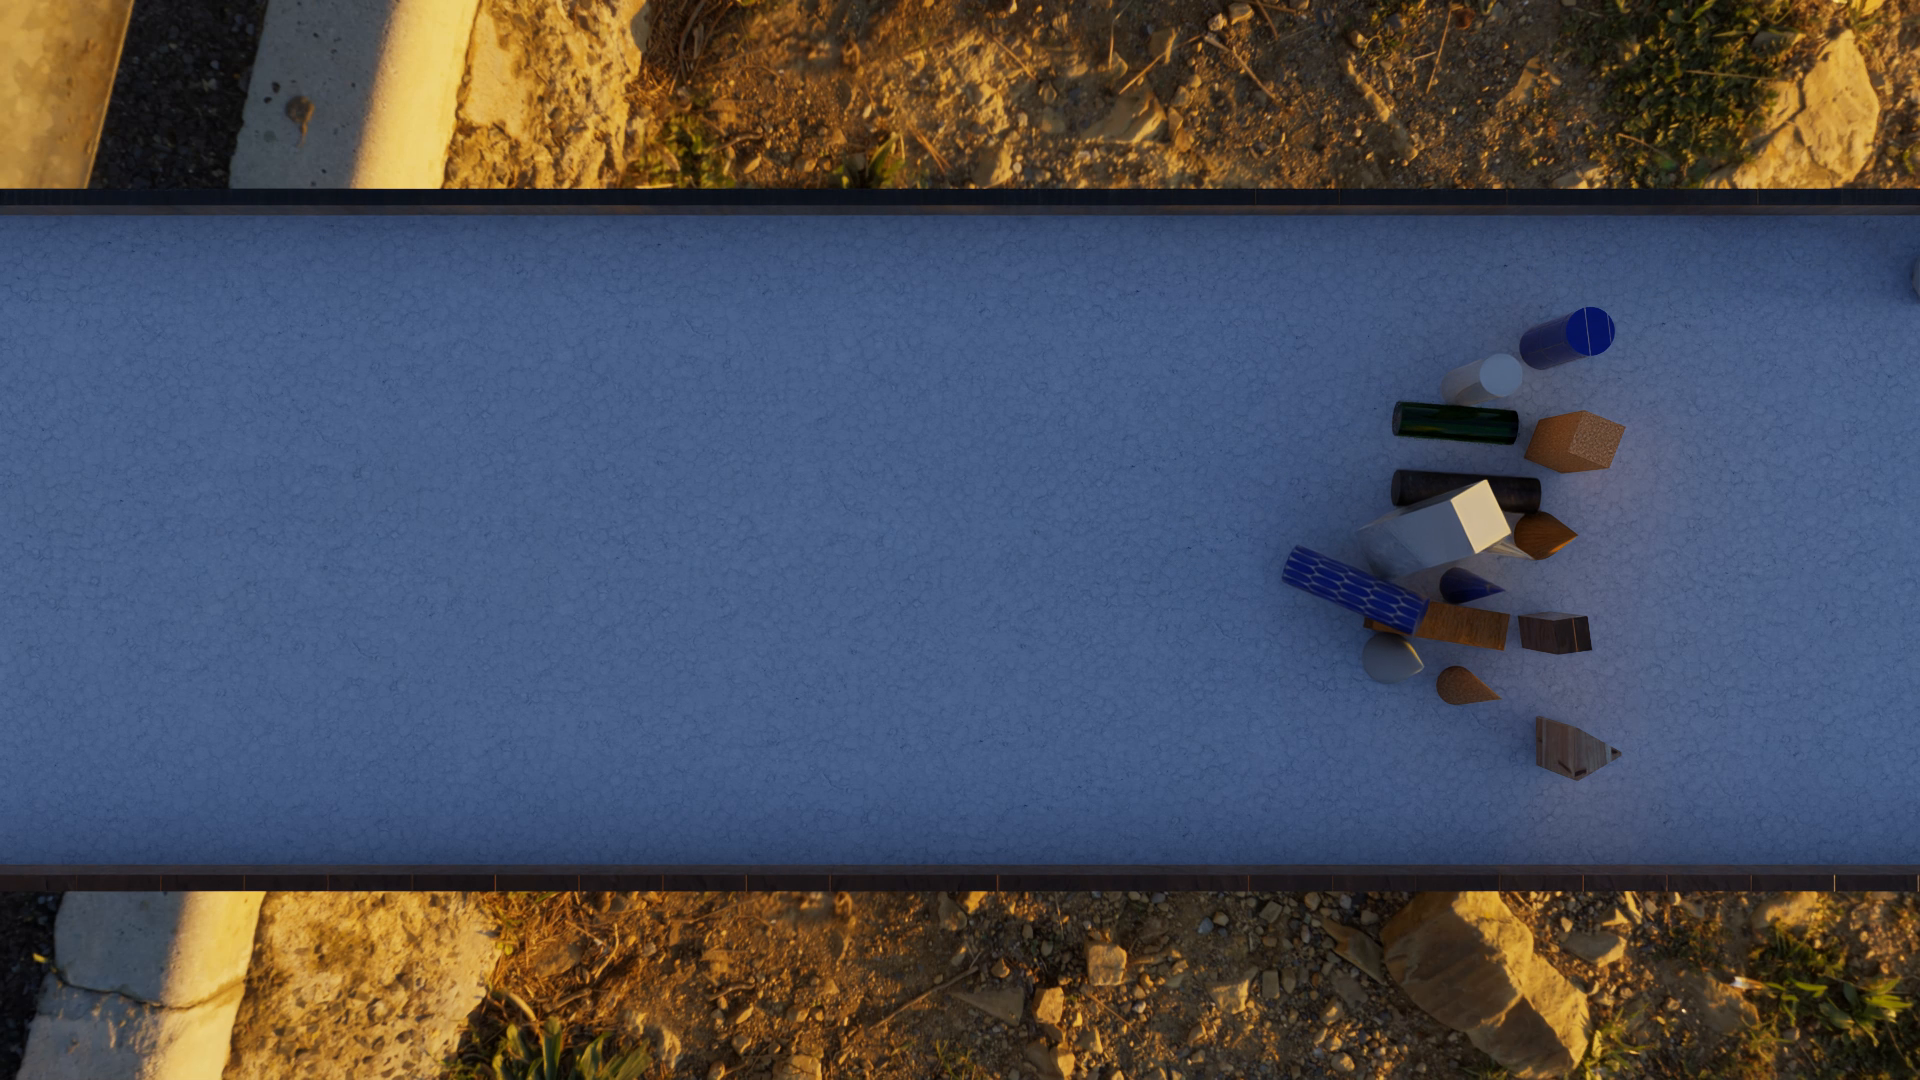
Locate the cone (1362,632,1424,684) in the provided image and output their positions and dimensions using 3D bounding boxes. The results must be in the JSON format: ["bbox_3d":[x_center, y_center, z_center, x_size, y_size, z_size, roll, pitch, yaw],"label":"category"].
[{"bbox_3d":[1.311,0.361,4.856,0.160,0.438,0.160,0,90,1],"label":"cone"}]

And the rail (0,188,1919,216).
[{"bbox_3d":[-2.247,-1.025,5.002,12.000,0.150,0.050,0,90,0],"label":"rail"}]

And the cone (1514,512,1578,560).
[{"bbox_3d":[1.780,-0.014,4.911,0.150,0.330,0.150,0,90,0],"label":"cone"}]

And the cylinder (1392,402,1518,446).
[{"bbox_3d":[1.507,-0.356,5.023,0.354,0.107,0.107,5,90,0],"label":"cylinder"}]

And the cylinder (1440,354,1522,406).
[{"bbox_3d":[1.541,-0.469,4.887,0.123,0.378,0.123,0,89,0],"label":"cylinder"}]

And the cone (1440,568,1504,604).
[{"bbox_3d":[1.532,0.141,4.849,0.113,0.456,0.113,0,90,0],"label":"cone"}]

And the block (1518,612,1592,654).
[{"bbox_3d":[1.773,0.276,4.924,0.100,0.304,0.100,-8,90,0],"label":"block"}]

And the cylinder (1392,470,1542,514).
[{"bbox_3d":[1.539,-0.146,5.022,0.424,0.109,0.109,3,90,0],"label":"cylinder"}]

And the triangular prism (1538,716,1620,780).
[{"bbox_3d":[1.810,0.599,4.917,0.153,0.318,0.132,-31,90,0],"label":"triangular prism"}]

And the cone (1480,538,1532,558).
[{"bbox_3d":[1.597,0.015,4.909,0.113,0.319,0.113,-7,107,-23],"label":"cone"}]

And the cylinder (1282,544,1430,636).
[{"bbox_3d":[1.181,0.149,4.934,0.418,0.123,0.123,24,90,25],"label":"cylinder"}]

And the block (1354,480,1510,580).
[{"bbox_3d":[1.388,-0.023,4.863,0.170,0.397,0.170,-25,90,-32],"label":"block"}]

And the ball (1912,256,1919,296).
[{"bbox_3d":[2.991,-0.803,4.970,0.213,0.213,0.213,0,90,0],"label":"ball"}]

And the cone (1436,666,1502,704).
[{"bbox_3d":[1.527,0.448,4.860,0.121,0.432,0.121,0,90,0],"label":"cone"}]

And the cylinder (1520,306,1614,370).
[{"bbox_3d":[1.791,-0.593,4.881,0.139,0.391,0.139,0,90,0],"label":"cylinder"}]

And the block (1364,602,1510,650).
[{"bbox_3d":[1.448,0.246,5.021,0.401,0.112,0.112,9,90,0],"label":"block"}]

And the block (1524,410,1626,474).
[{"bbox_3d":[1.818,-0.288,4.893,0.128,0.368,0.128,22,90,0],"label":"block"}]

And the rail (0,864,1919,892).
[{"bbox_3d":[-2.247,1.025,5.001,12.000,0.150,0.050,0,90,0],"label":"rail"}]
